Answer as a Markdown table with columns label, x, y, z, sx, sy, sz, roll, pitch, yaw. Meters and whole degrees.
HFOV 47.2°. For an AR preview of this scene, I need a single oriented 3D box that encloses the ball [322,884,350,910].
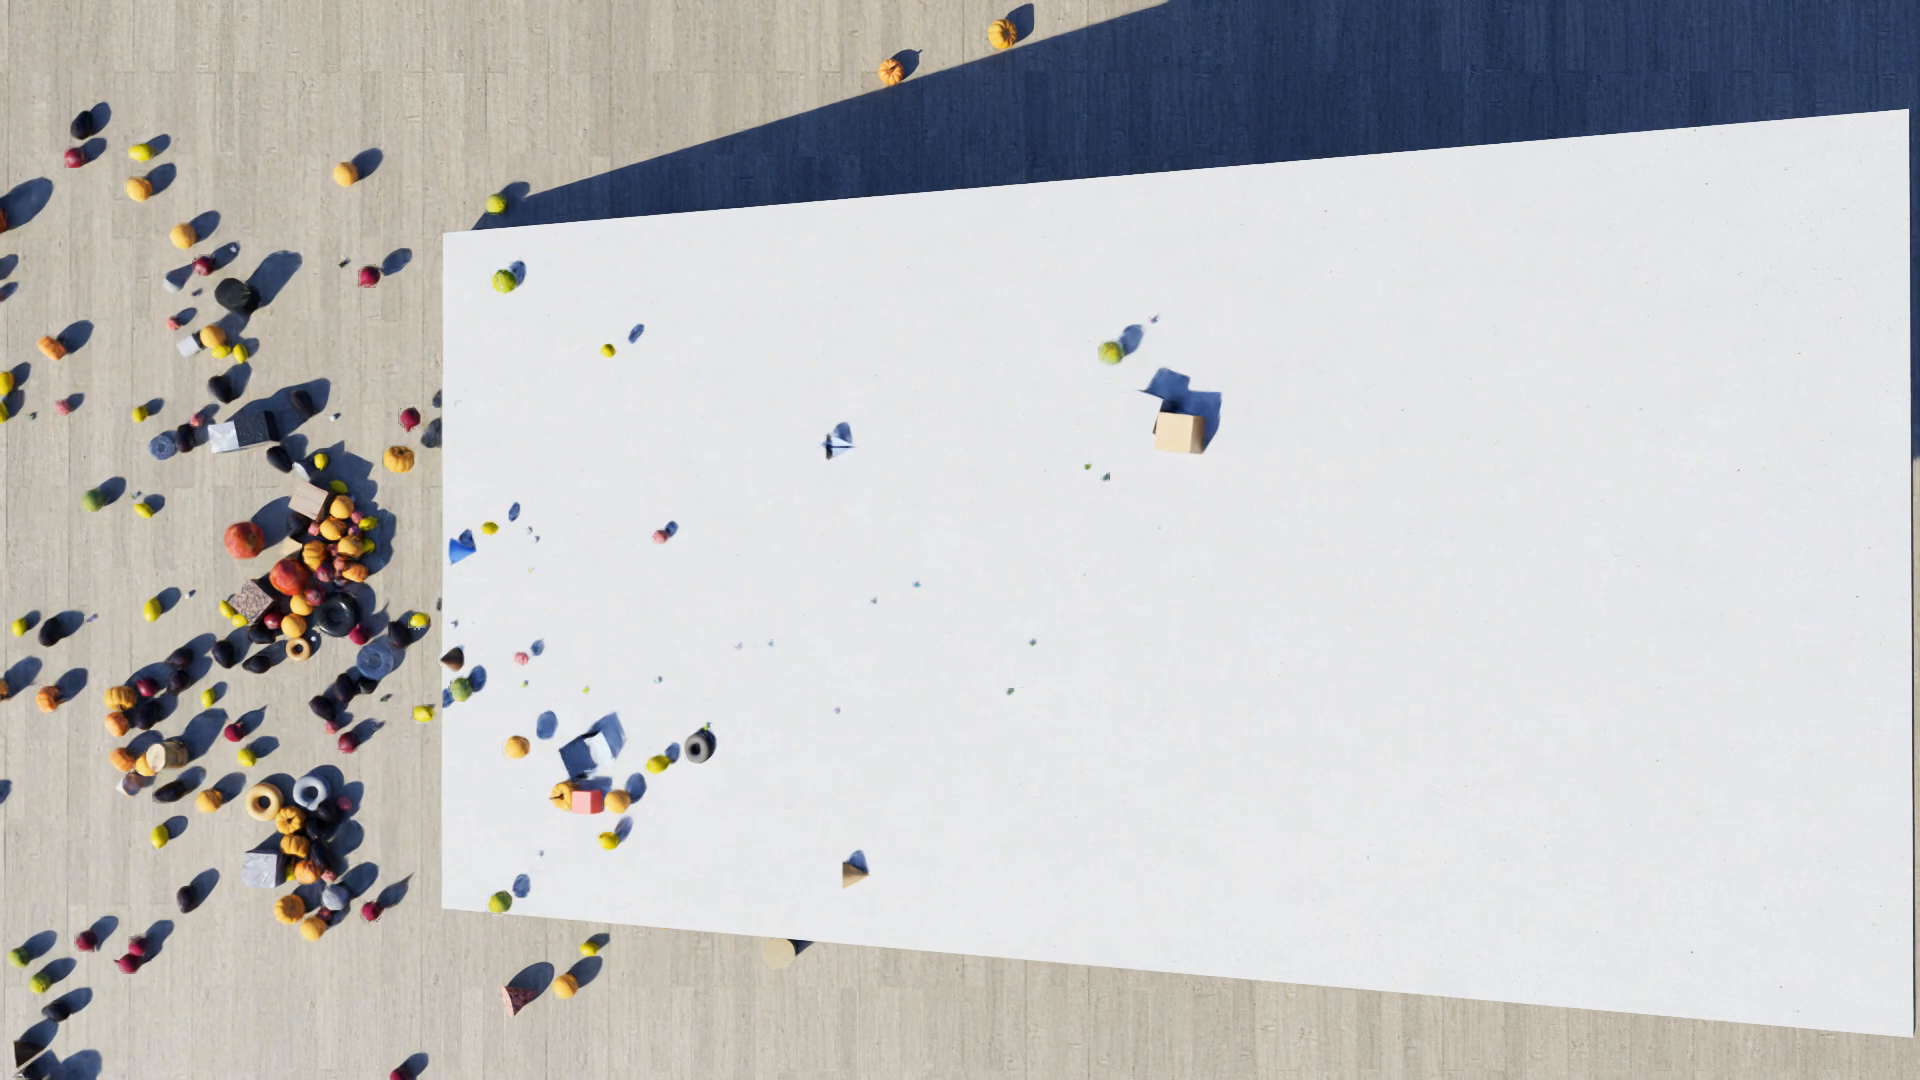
| label | x | y | z | sx | sy | sz | roll | pitch | yaw |
| --- | --- | --- | --- | --- | --- | --- | --- | --- | --- |
| ball | -1.859 | 1.064 | 6.555 | 0.081 | 0.081 | 0.081 | 0 | 89 | 0 |

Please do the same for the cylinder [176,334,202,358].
| label | x | y | z | sx | sy | sz | roll | pitch | yaw |
| --- | --- | --- | --- | --- | --- | --- | --- | --- | --- |
| cylinder | -2.307 | -0.580 | 6.587 | 0.053 | 0.053 | 0.053 | -32 | 89 | 0 |

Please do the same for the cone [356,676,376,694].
| label | x | y | z | sx | sy | sz | roll | pitch | yaw |
| --- | --- | --- | --- | --- | --- | --- | --- | --- | --- |
| cone | -1.782 | 0.434 | 6.572 | 0.061 | 0.061 | 0.061 | 0 | 89 | 0 |

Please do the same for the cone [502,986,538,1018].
| label | x | y | z | sx | sy | sz | roll | pitch | yaw |
| --- | --- | --- | --- | --- | --- | --- | --- | --- | --- |
| cone | -1.306 | 1.364 | 6.570 | 0.099 | 0.099 | 0.099 | -16 | 89 | -27 |

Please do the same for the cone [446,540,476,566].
| label | x | y | z | sx | sy | sz | roll | pitch | yaw |
| --- | --- | --- | --- | --- | --- | --- | --- | --- | --- |
| cone | -1.455 | 0.034 | 6.459 | 0.077 | 0.077 | 0.077 | -8 | 89 | 12 |

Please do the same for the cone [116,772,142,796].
| label | x | y | z | sx | sy | sz | roll | pitch | yaw |
| --- | --- | --- | --- | --- | --- | --- | --- | --- | --- |
| cone | -2.504 | 0.739 | 6.583 | 0.072 | 0.072 | 0.072 | -17 | 89 | 26 |

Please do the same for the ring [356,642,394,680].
| label | x | y | z | sx | sy | sz | roll | pitch | yaw |
| --- | --- | --- | --- | --- | --- | --- | --- | --- | --- |
| ring | -1.753 | 0.363 | 6.585 | 0.113 | 0.038 | 0.113 | 0 | 88 | 0 |

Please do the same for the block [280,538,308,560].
| label | x | y | z | sx | sy | sz | roll | pitch | yaw |
| --- | --- | --- | --- | --- | --- | --- | --- | --- | --- |
| block | -1.993 | 0.027 | 6.581 | 0.052 | 0.052 | 0.052 | 28 | 89 | 0 |

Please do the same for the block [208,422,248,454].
| label | x | y | z | sx | sy | sz | roll | pitch | yaw |
| --- | --- | --- | --- | --- | --- | --- | --- | --- | --- |
| block | -2.187 | -0.306 | 6.570 | 0.082 | 0.082 | 0.082 | -10 | 89 | 0 |

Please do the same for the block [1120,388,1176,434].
| label | x | y | z | sx | sy | sz | roll | pitch | yaw |
| --- | --- | --- | --- | --- | --- | --- | --- | --- | --- |
| block | 0.468 | -0.318 | 5.477 | 0.090 | 0.090 | 0.090 | 21 | 99 | 25 |

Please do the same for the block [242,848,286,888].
| label | x | y | z | sx | sy | sz | roll | pitch | yaw |
| --- | --- | --- | --- | --- | --- | --- | --- | --- | --- |
| block | -2.071 | 0.977 | 6.547 | 0.098 | 0.098 | 0.098 | 4 | 89 | 0 |

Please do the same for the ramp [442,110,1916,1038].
| label | x | y | z | sx | sy | sz | roll | pitch | yaw |
| --- | --- | --- | --- | --- | --- | --- | --- | --- | --- |
| ramp | 0.280 | 0.080 | 5.672 | 4.000 | 0.100 | 2.000 | 0 | 89 | 26 |

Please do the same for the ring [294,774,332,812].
| label | x | y | z | sx | sy | sz | roll | pitch | yaw |
| --- | --- | --- | --- | --- | --- | --- | --- | --- | --- |
| ring | -1.938 | 0.755 | 6.580 | 0.114 | 0.038 | 0.114 | 0 | 89 | 0 |

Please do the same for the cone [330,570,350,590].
| label | x | y | z | sx | sy | sz | roll | pitch | yaw |
| --- | --- | --- | --- | --- | --- | --- | --- | --- | --- |
| cone | -1.861 | 0.120 | 6.577 | 0.057 | 0.057 | 0.057 | 0 | 89 | 0 |

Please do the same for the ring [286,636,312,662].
| label | x | y | z | sx | sy | sz | roll | pitch | yaw |
| --- | --- | --- | --- | --- | --- | --- | --- | --- | --- |
| ring | -1.980 | 0.325 | 6.590 | 0.080 | 0.027 | 0.080 | 0 | 91 | 1 |

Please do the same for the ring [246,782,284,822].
| label | x | y | z | sx | sy | sz | roll | pitch | yaw |
| --- | --- | --- | --- | --- | --- | --- | --- | --- | --- |
| ring | -2.080 | 0.784 | 6.579 | 0.117 | 0.039 | 0.117 | 0 | 90 | 1 |

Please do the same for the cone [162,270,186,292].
| label | x | y | z | sx | sy | sz | roll | pitch | yaw |
| --- | --- | --- | --- | --- | --- | --- | --- | --- | --- |
| cone | -2.365 | -0.778 | 6.582 | 0.067 | 0.067 | 0.067 | 0 | 89 | 0 |

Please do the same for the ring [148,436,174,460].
| label | x | y | z | sx | sy | sz | roll | pitch | yaw |
| --- | --- | --- | --- | --- | --- | --- | --- | --- | --- |
| ring | -2.397 | -0.276 | 6.598 | 0.076 | 0.025 | 0.076 | 0 | 90 | -1 |

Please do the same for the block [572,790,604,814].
| label | x | y | z | sx | sy | sz | roll | pitch | yaw |
| --- | --- | --- | --- | --- | --- | --- | --- | --- | --- |
| block | -1.056 | 0.743 | 6.237 | 0.062 | 0.062 | 0.062 | 0 | 89 | 26 |

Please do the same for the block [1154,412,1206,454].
| label | x | y | z | sx | sy | sz | roll | pitch | yaw |
| --- | --- | --- | --- | --- | --- | --- | --- | --- | --- |
| block | 0.545 | -0.263 | 5.437 | 0.092 | 0.092 | 0.092 | 7 | 92 | 26 |

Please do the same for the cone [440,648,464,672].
| label | x | y | z | sx | sy | sz | roll | pitch | yaw |
| --- | --- | --- | --- | --- | --- | --- | --- | --- | --- |
| cone | -1.507 | 0.352 | 6.460 | 0.072 | 0.072 | 0.072 | 0 | 89 | 26 |

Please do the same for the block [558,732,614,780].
| label | x | y | z | sx | sy | sz | roll | pitch | yaw |
| --- | --- | --- | --- | --- | --- | --- | --- | --- | --- |
| block | -1.057 | 0.609 | 6.221 | 0.095 | 0.095 | 0.095 | -32 | 76 | 23 |

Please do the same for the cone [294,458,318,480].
| label | x | y | z | sx | sy | sz | roll | pitch | yaw |
| --- | --- | --- | --- | --- | --- | --- | --- | --- | --- |
| cone | -1.951 | -0.226 | 6.595 | 0.064 | 0.064 | 0.064 | 46 | 63 | 0 |

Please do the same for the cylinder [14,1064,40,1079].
| label | x | y | z | sx | sy | sz | roll | pitch | yaw |
| --- | --- | --- | --- | --- | --- | --- | --- | --- | --- |
| cylinder | -2.782 | 1.602 | 6.562 | 0.054 | 0.054 | 0.054 | -30 | 89 | 0 |

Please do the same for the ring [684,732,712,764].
| label | x | y | z | sx | sy | sz | roll | pitch | yaw |
| --- | --- | --- | --- | --- | --- | --- | --- | --- | --- |
| ring | -0.725 | 0.576 | 6.094 | 0.087 | 0.029 | 0.087 | -1 | 88 | 27 |

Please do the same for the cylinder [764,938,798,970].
| label | x | y | z | sx | sy | sz | roll | pitch | yaw |
| --- | --- | --- | --- | --- | --- | --- | --- | --- | --- |
| cylinder | -0.534 | 1.223 | 6.547 | 0.093 | 0.093 | 0.093 | 0 | 89 | 0 |

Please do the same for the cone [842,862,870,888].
| label | x | y | z | sx | sy | sz | roll | pitch | yaw |
| --- | --- | --- | --- | --- | --- | --- | --- | --- | --- |
| cone | -0.274 | 0.893 | 5.863 | 0.075 | 0.075 | 0.075 | -2 | 89 | 2 |

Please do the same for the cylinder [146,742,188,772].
| label | x | y | z | sx | sy | sz | roll | pitch | yaw |
| --- | --- | --- | --- | --- | --- | --- | --- | --- | --- |
| cylinder | -2.356 | 0.644 | 6.540 | 0.083 | 0.083 | 0.083 | -1 | 88 | 32 |

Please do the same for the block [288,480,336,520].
| label | x | y | z | sx | sy | sz | roll | pitch | yaw |
| --- | --- | --- | --- | --- | --- | --- | --- | --- | --- |
| block | -1.933 | -0.119 | 6.563 | 0.090 | 0.090 | 0.090 | 25 | 89 | 0 |

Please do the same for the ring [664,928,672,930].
| label | x | y | z | sx | sy | sz | roll | pitch | yaw |
| --- | --- | --- | --- | --- | --- | --- | --- | --- | --- |
| ring | -0.883 | 1.106 | 6.551 | 0.128 | 0.043 | 0.128 | 9 | 125 | 14 |

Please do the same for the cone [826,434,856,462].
| label | x | y | z | sx | sy | sz | roll | pitch | yaw |
| --- | --- | --- | --- | --- | --- | --- | --- | --- | --- |
| cone | -0.318 | -0.250 | 5.897 | 0.080 | 0.080 | 0.080 | -2 | 89 | 0 |

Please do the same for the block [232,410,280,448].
| label | x | y | z | sx | sy | sz | roll | pitch | yaw |
| --- | --- | --- | --- | --- | --- | --- | --- | --- | --- |
| block | -2.101 | -0.330 | 6.564 | 0.093 | 0.093 | 0.093 | -12 | 89 | 0 |

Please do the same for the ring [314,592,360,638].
| label | x | y | z | sx | sy | sz | roll | pitch | yaw |
| --- | --- | --- | --- | --- | --- | --- | --- | --- | --- |
| ring | -1.864 | 0.223 | 6.582 | 0.139 | 0.046 | 0.139 | 0 | 91 | 0 |

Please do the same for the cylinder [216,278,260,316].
| label | x | y | z | sx | sy | sz | roll | pitch | yaw |
| --- | --- | --- | --- | --- | --- | --- | --- | --- | --- |
| cylinder | -2.154 | -0.725 | 6.557 | 0.092 | 0.092 | 0.092 | -3 | 77 | 14 |

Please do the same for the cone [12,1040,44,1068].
| label | x | y | z | sx | sy | sz | roll | pitch | yaw |
| --- | --- | --- | --- | --- | --- | --- | --- | --- | --- |
| cone | -2.779 | 1.529 | 6.571 | 0.086 | 0.086 | 0.086 | -7 | 89 | -27 |

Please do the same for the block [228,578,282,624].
| label | x | y | z | sx | sy | sz | roll | pitch | yaw |
| --- | --- | --- | --- | --- | --- | --- | --- | --- | --- |
| block | -2.100 | 0.182 | 6.558 | 0.094 | 0.094 | 0.094 | 42 | 90 | 0 |
